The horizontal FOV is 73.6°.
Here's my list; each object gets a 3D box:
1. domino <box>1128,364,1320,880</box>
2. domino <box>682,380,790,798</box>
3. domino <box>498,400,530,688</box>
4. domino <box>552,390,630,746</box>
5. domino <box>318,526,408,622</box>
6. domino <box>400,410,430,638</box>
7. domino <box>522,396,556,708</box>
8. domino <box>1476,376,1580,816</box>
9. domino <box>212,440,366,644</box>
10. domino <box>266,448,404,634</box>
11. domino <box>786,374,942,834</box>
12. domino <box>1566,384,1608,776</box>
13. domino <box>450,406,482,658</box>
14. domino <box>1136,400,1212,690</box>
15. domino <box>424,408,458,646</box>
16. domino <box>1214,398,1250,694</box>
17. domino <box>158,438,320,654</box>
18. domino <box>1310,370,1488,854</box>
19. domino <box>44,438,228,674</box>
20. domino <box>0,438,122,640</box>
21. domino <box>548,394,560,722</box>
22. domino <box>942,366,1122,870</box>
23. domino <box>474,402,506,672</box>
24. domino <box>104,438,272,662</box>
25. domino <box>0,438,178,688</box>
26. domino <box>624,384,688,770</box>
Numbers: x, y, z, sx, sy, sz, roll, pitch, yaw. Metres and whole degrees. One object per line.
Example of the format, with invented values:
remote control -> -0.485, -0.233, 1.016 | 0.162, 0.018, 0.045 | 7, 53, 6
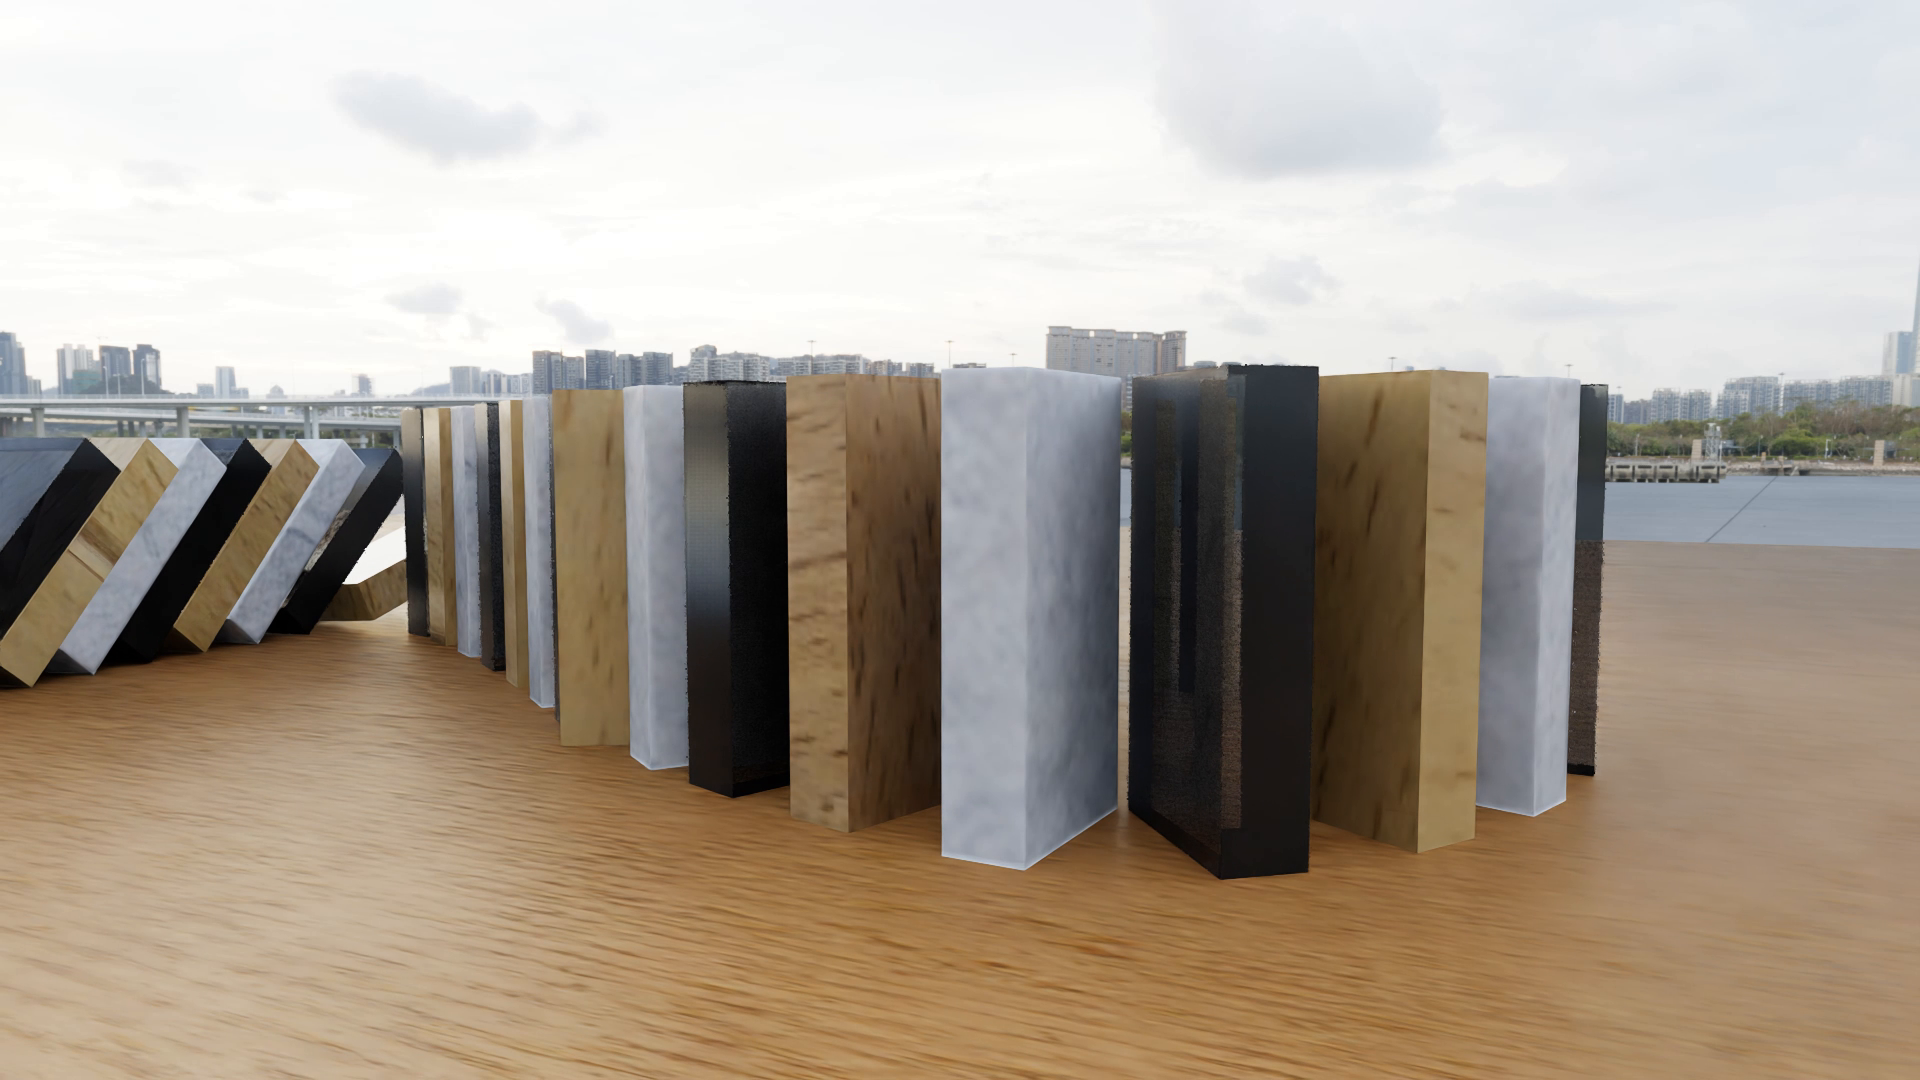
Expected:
domino -> 0.027, 0.007, 0.137 | 0.009, 0.050, 0.025 | -1, 4, -13
domino -> -0.022, 0.005, 0.164 | 0.025, 0.050, 0.009 | -4, 6, -44
domino -> -0.069, 0.000, 0.232 | 0.025, 0.050, 0.009 | -3, 5, -31
domino -> -0.044, 0.004, 0.185 | 0.025, 0.050, 0.009 | -1, 4, -7
domino -> -0.137, 0.005, 0.320 | 0.025, 0.009, 0.050 | -2, 23, 28
domino -> -0.112, -0.004, 0.293 | 0.009, 0.050, 0.025 | 4, 6, 43
domino -> -0.059, 0.001, 0.215 | 0.025, 0.050, 0.009 | -2, 5, -30
domino -> 0.060, 0.006, 0.157 | 0.010, 0.050, 0.025 | -4, 6, -44
domino -> -0.158, -0.001, 0.288 | 0.025, 0.050, 0.010 | 1, -37, 16
domino -> -0.153, -0.001, 0.301 | 0.025, 0.009, 0.050 | 1, 48, 16
domino -> -0.008, 0.006, 0.151 | 0.010, 0.050, 0.025 | 4, 6, 41
domino -> 0.072, 0.005, 0.172 | 0.025, 0.050, 0.009 | 2, 5, 26
domino -> -0.090, -0.002, 0.265 | 0.025, 0.050, 0.009 | -3, 5, -35
domino -> 0.038, 0.000, 0.232 | 0.010, 0.050, 0.025 | 0, 4, 2
domino -> -0.102, -0.003, 0.281 | 0.025, 0.050, 0.009 | -4, 6, -40
domino -> 0.056, 0.001, 0.226 | 0.009, 0.050, 0.025 | 4, 6, 45
domino -> -0.162, 0.000, 0.275 | 0.025, 0.050, 0.010 | 1, -37, 15
domino -> 0.045, 0.007, 0.145 | 0.009, 0.050, 0.025 | -3, 5, -33
domino -> -0.169, 0.002, 0.251 | 0.025, 0.050, 0.010 | 1, -37, 14
domino -> -0.175, 0.004, 0.226 | 0.025, 0.050, 0.010 | 1, -37, 14
domino -> -0.049, 0.003, 0.198 | 0.025, 0.050, 0.009 | -2, 5, -29
domino -> 0.008, 0.007, 0.139 | 0.009, 0.050, 0.025 | 2, 5, 28
domino -> -0.079, -0.001, 0.249 | 0.025, 0.050, 0.009 | -3, 5, -33
domino -> -0.166, 0.001, 0.263 | 0.025, 0.050, 0.010 | 1, -38, 14
domino -> -0.171, 0.003, 0.238 | 0.025, 0.050, 0.009 | 1, -37, 14
domino -> -0.032, 0.004, 0.176 | 0.025, 0.050, 0.009 | -2, 5, -30
